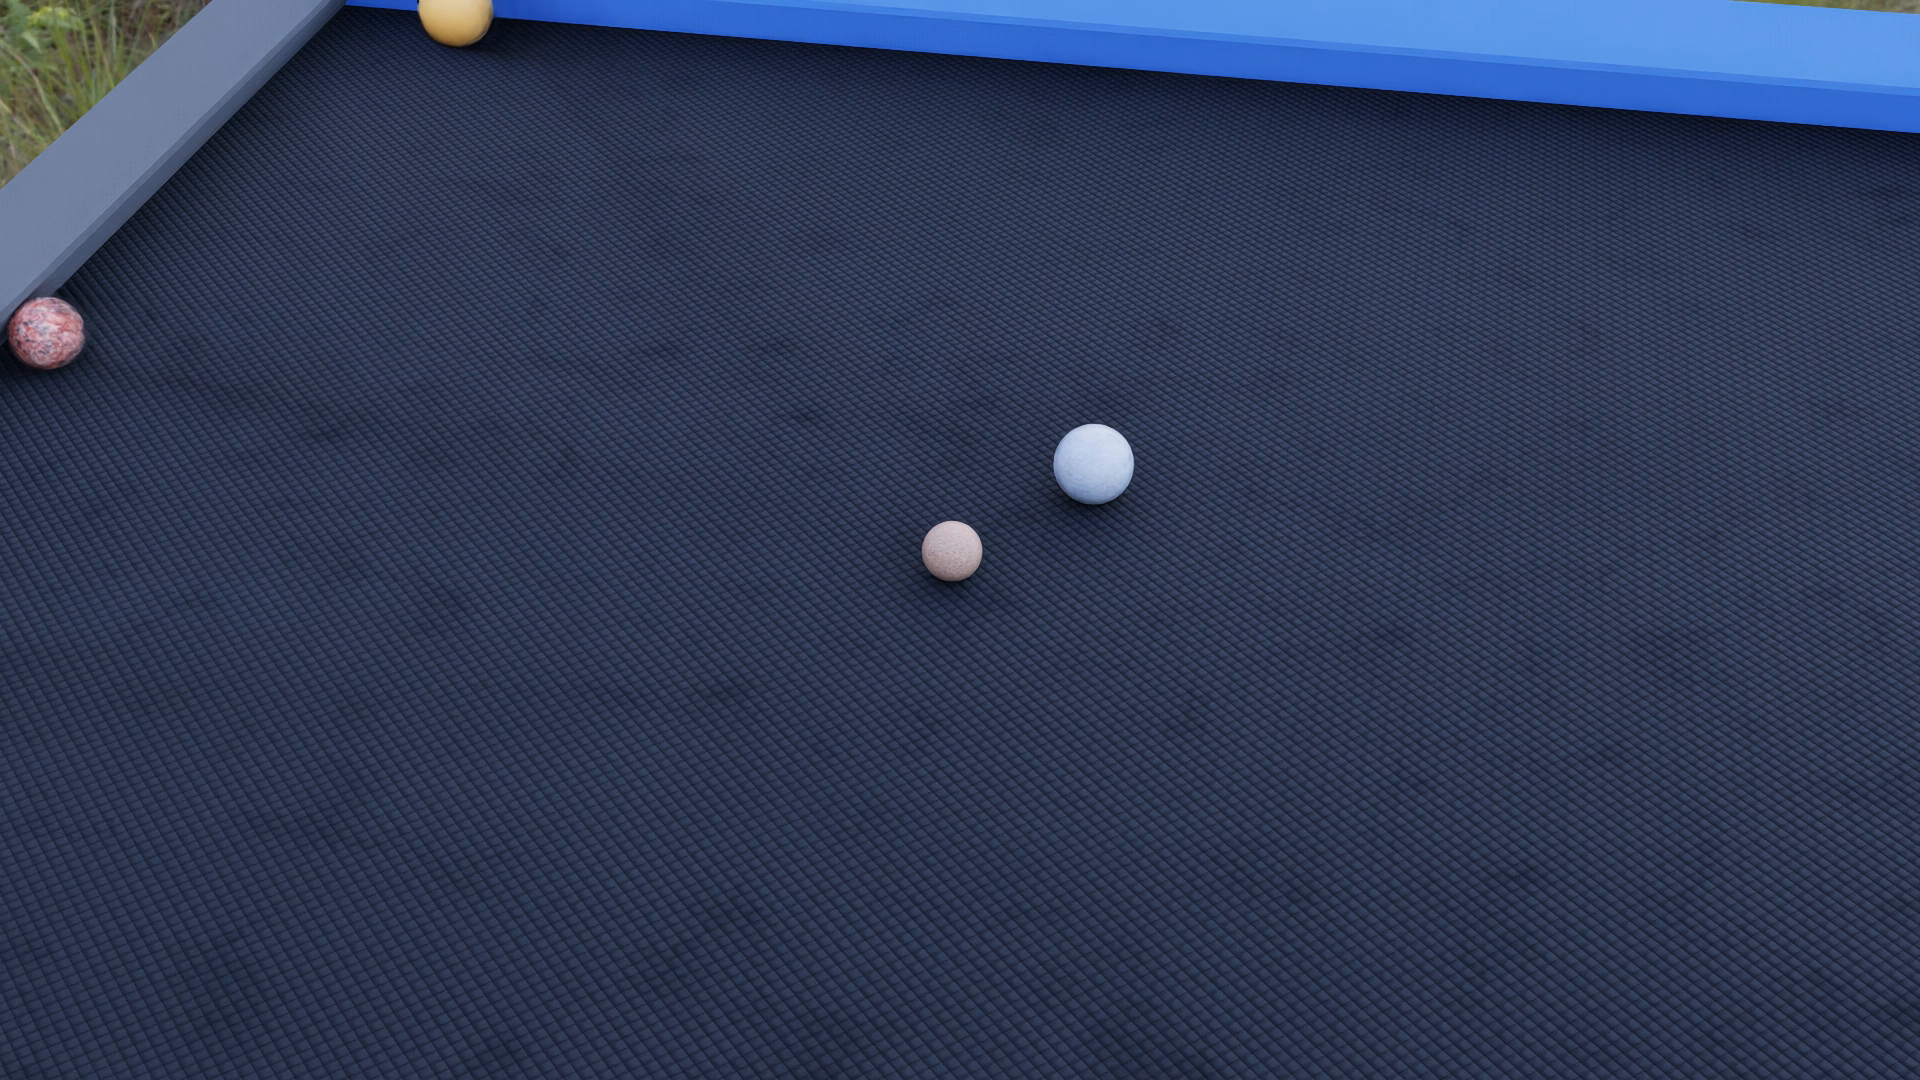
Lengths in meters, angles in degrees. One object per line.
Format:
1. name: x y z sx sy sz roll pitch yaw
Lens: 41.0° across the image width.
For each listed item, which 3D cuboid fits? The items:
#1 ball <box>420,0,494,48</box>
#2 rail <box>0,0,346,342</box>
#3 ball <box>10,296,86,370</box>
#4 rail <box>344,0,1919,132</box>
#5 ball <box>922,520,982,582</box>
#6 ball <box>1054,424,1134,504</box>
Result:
1. ball: -0.541 -0.569 2.754 0.078 0.078 0.078 0 34 0
2. rail: -0.852 -0.122 2.060 0.045 0.124 1.901 6 35 9
3. ball: -0.782 -0.177 2.198 0.062 0.062 0.062 0 34 0
4. rail: 1.056 -0.441 2.526 3.568 0.124 0.045 6 35 9
5. ball: -0.006 0.008 1.940 0.046 0.046 0.046 0 34 0
6. ball: 0.105 -0.060 2.024 0.064 0.064 0.064 0 34 0
